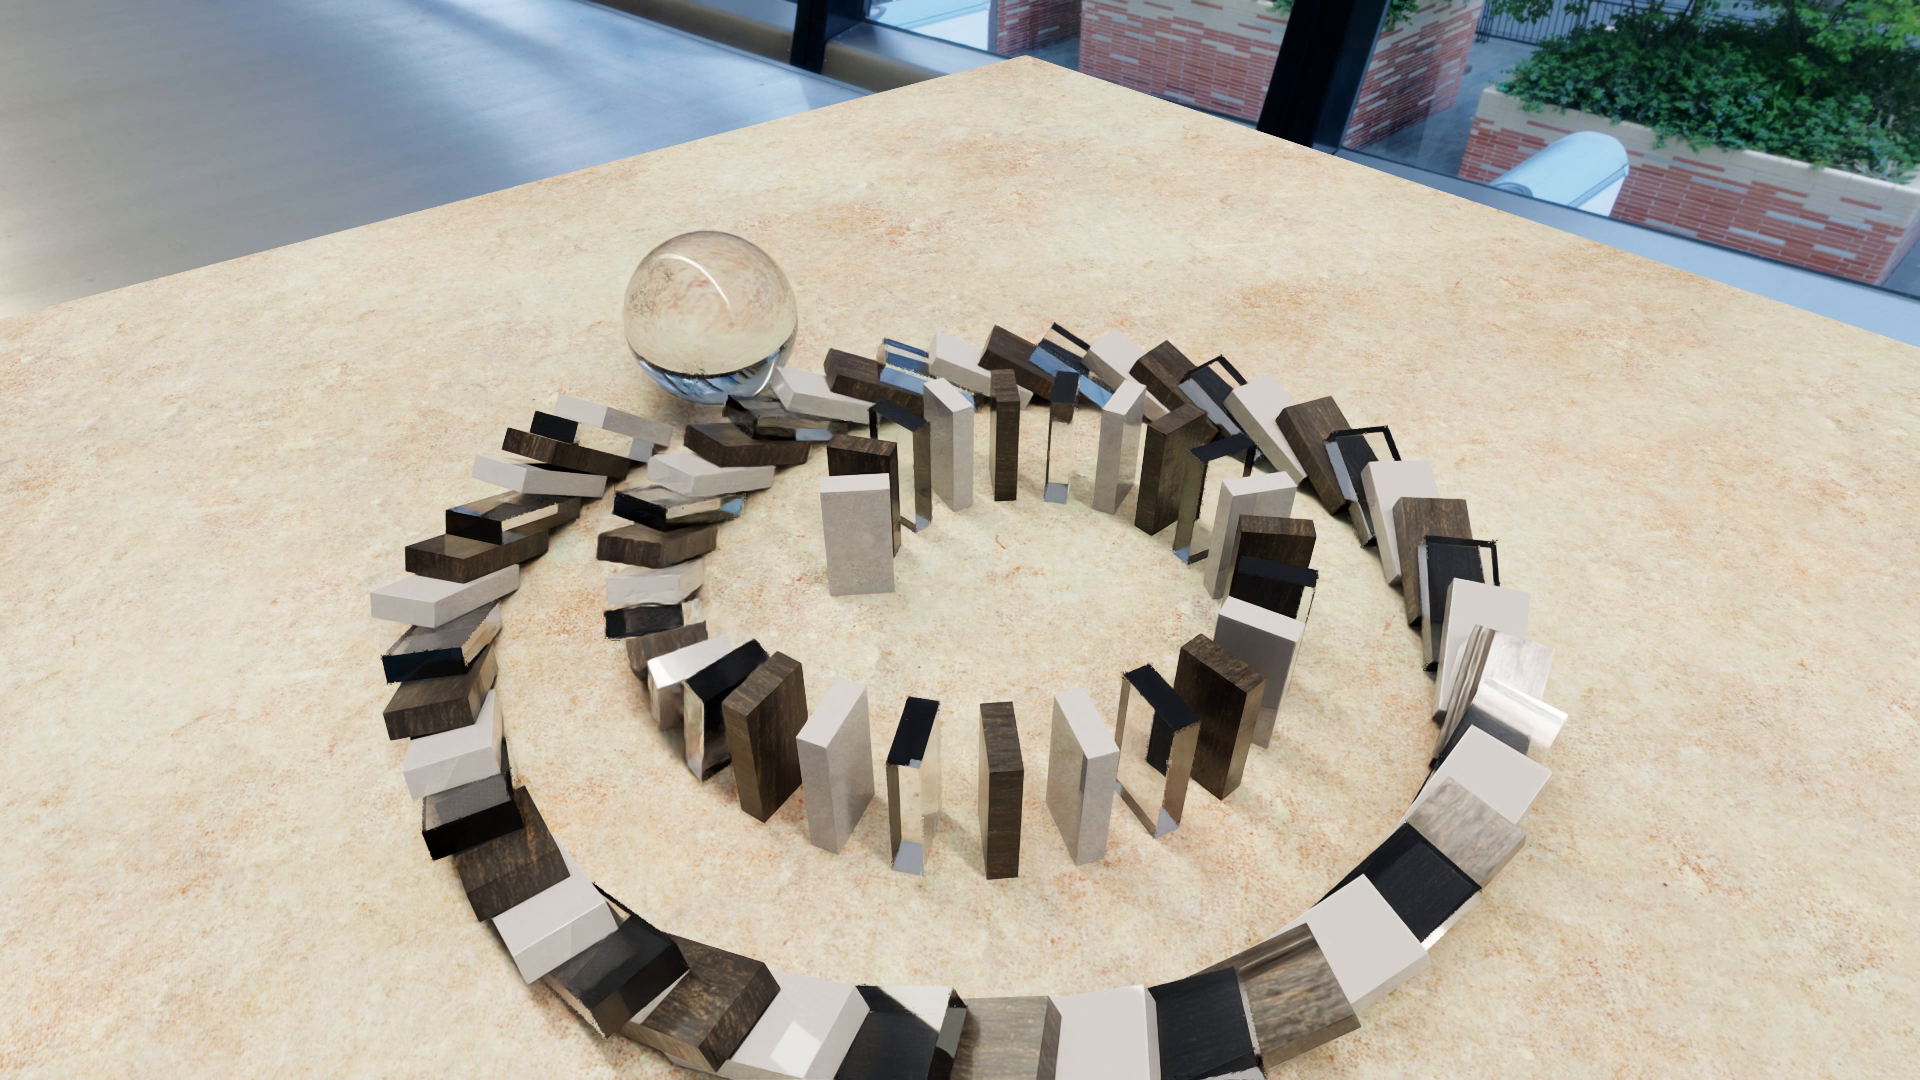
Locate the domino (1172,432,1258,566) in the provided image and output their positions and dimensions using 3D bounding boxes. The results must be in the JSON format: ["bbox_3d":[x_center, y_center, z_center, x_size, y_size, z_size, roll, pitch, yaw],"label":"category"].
[{"bbox_3d":[0.099,-0.016,0.430,0.025,0.050,0.009,-19,43,-22],"label":"domino"}]

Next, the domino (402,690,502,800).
[{"bbox_3d":[-0.160,0.064,0.350,0.025,0.010,0.050,-16,18,-18],"label":"domino"}]

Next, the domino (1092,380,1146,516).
[{"bbox_3d":[0.066,-0.038,0.458,0.010,0.050,0.025,18,43,21],"label":"domino"}]

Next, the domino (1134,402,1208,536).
[{"bbox_3d":[0.085,-0.028,0.446,0.025,0.050,0.010,-29,47,-31],"label":"domino"}]

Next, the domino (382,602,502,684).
[{"bbox_3d":[-0.180,0.035,0.385,0.025,0.010,0.050,-6,15,-8],"label":"domino"}]

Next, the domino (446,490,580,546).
[{"bbox_3d":[-0.178,-0.010,0.440,0.025,0.010,0.050,11,16,13],"label":"domino"}]

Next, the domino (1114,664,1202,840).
[{"bbox_3d":[0.058,0.064,0.333,0.009,0.050,0.025,-19,43,-21],"label":"domino"}]

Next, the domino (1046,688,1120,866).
[{"bbox_3d":[0.035,0.071,0.325,0.010,0.050,0.025,-12,41,-14],"label":"domino"}]

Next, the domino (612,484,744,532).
[{"bbox_3d":[-0.113,-0.015,0.444,0.025,0.010,0.050,18,15,20],"label":"domino"}]

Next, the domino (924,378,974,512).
[{"bbox_3d":[-0.005,-0.039,0.460,0.009,0.050,0.025,-20,43,-22],"label":"domino"}]

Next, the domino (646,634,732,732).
[{"bbox_3d":[-0.087,0.047,0.356,0.025,0.050,0.009,-19,72,-22],"label":"domino"}]

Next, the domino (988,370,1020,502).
[{"bbox_3d":[0.019,-0.044,0.465,0.009,0.050,0.025,-3,39,-3],"label":"domino"}]

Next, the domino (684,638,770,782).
[{"bbox_3d":[-0.073,0.054,0.345,0.025,0.050,0.009,-32,65,-33],"label":"domino"}]

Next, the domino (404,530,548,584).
[{"bbox_3d":[-0.185,0.003,0.423,0.025,0.009,0.050,11,16,13],"label":"domino"}]

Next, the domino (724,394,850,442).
[{"bbox_3d":[-0.077,-0.054,0.494,0.050,0.009,0.025,-3,32,-46],"label":"domino"}]

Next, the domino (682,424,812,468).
[{"bbox_3d":[-0.092,-0.042,0.478,0.025,0.009,0.050,29,22,31],"label":"domino"}]

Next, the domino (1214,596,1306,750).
[{"bbox_3d":[0.094,0.044,0.358,0.025,0.050,0.010,20,44,23],"label":"domino"}]

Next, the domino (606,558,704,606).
[{"bbox_3d":[-0.111,0.015,0.404,0.025,0.009,0.050,-3,6,-4],"label":"domino"}]

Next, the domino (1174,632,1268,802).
[{"bbox_3d":[0.078,0.056,0.343,0.010,0.050,0.025,-29,47,-30],"label":"domino"}]

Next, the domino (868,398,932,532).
[{"bbox_3d":[-0.024,-0.030,0.448,0.025,0.050,0.010,31,49,32],"label":"domino"}]

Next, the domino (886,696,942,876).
[{"bbox_3d":[-0.013,0.073,0.323,0.009,0.050,0.025,8,40,9],"label":"domino"}]

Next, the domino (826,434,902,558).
[{"bbox_3d":[-0.037,-0.017,0.432,0.025,0.050,0.010,9,40,11],"label":"domino"}]

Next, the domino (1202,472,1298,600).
[{"bbox_3d":[0.108,-0.001,0.413,0.025,0.050,0.009,-9,40,-10],"label":"domino"}]

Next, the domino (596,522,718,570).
[{"bbox_3d":[-0.116,0.000,0.424,0.025,0.009,0.050,8,10,10],"label":"domino"}]

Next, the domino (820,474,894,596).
[{"bbox_3d":[-0.038,-0.001,0.413,0.025,0.050,0.010,-3,39,-4],"label":"domino"}]

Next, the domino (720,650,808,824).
[{"bbox_3d":[-0.058,0.061,0.337,0.010,0.050,0.025,23,44,24],"label":"domino"}]

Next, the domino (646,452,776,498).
[{"bbox_3d":[-0.104,-0.028,0.462,0.025,0.009,0.050,23,18,25],"label":"domino"}]

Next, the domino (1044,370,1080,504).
[{"bbox_3d":[0.043,-0.043,0.464,0.009,0.050,0.025,7,40,8],"label":"domino"}]

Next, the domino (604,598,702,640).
[{"bbox_3d":[-0.107,0.027,0.387,0.025,0.010,0.050,-5,0,-6],"label":"domino"}]

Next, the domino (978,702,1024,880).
[{"bbox_3d":[0.011,0.074,0.321,0.009,0.050,0.025,-3,39,-4],"label":"domino"}]

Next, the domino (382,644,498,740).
[{"bbox_3d":[-0.172,0.050,0.367,0.025,0.010,0.050,-10,16,-12],"label":"domino"}]

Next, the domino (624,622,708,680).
[{"bbox_3d":[-0.097,0.038,0.370,0.025,0.050,0.010,-13,82,-15],"label":"domino"}]

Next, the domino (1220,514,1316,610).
[{"bbox_3d":[0.109,0.014,0.394,0.025,0.050,0.009,4,40,5],"label":"domino"}]

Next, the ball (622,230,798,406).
[{"bbox_3d":[-0.116,-0.103,0.514,0.080,0.080,0.080,0,39,0],"label":"ball"}]

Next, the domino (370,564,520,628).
[{"bbox_3d":[-0.188,0.018,0.405,0.025,0.010,0.050,8,15,10],"label":"domino"}]

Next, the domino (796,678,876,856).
[{"bbox_3d":[-0.036,0.068,0.328,0.009,0.050,0.025,15,42,17],"label":"domino"}]

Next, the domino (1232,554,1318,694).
[{"bbox_3d":[0.104,0.030,0.375,0.025,0.050,0.009,12,41,14],"label":"domino"}]
